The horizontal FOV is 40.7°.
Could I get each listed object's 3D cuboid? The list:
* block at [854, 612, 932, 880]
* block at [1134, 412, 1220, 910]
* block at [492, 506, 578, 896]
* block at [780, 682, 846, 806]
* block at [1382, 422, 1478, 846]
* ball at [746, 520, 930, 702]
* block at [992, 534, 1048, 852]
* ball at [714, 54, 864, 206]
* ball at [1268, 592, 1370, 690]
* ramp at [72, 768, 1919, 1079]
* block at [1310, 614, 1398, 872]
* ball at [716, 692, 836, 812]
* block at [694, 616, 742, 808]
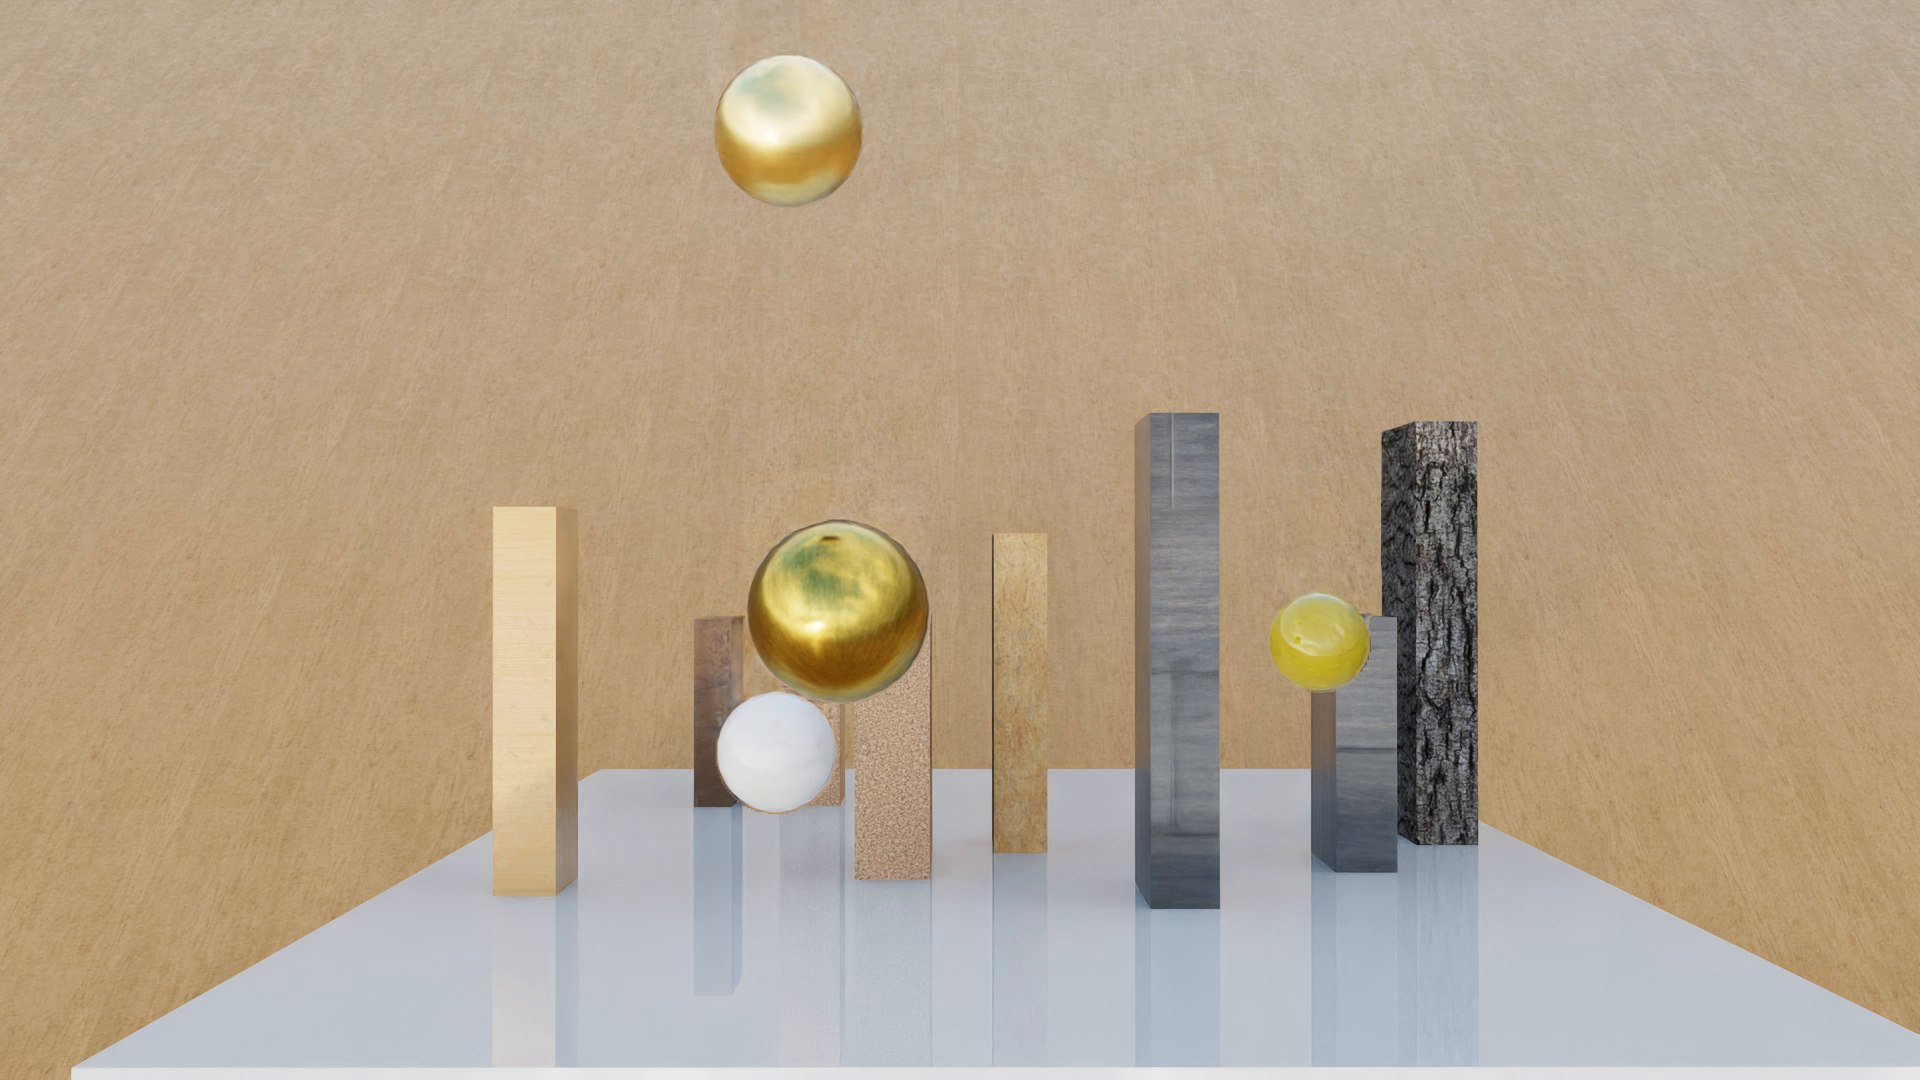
[{"bbox_3d":[-0.113,0.351,4.538,0.126,0.439,0.405,0,-1,0],"label":"block"},{"bbox_3d":[0.344,0.186,4.135,0.106,0.759,0.344,0,-1,0],"label":"block"},{"bbox_3d":[-0.693,0.258,4.241,0.100,0.619,0.243,0,-1,0],"label":"block"},{"bbox_3d":[-0.329,0.300,5.806,0.132,0.568,0.269,0,-1,0],"label":"block"},{"bbox_3d":[0.916,0.177,5.069,0.116,0.797,0.394,0,-1,0],"label":"block"},{"bbox_3d":[-0.120,0.070,2.544,0.179,0.179,0.179,0,32,0],"label":"ball"},{"bbox_3d":[0.111,0.281,4.892,0.098,0.585,0.299,0,-1,0],"label":"block"},{"bbox_3d":[-0.172,-0.410,2.598,0.151,0.151,0.151,0,32,0],"label":"ball"},{"bbox_3d":[0.400,0.113,2.890,0.111,0.111,0.111,0,32,0],"label":"ball"},{"bbox_3d":[0.070,0.622,4.707,2.000,0.100,4.000,0,-1,0],"label":"ramp"},{"bbox_3d":[0.696,0.352,4.591,0.105,0.436,0.316,0,-1,0],"label":"block"},{"bbox_3d":[-0.209,0.242,2.959,0.136,0.136,0.136,0,32,0],"label":"ball"},{"bbox_3d":[-0.539,0.378,5.788,0.082,0.410,0.279,0,-1,0],"label":"block"}]
